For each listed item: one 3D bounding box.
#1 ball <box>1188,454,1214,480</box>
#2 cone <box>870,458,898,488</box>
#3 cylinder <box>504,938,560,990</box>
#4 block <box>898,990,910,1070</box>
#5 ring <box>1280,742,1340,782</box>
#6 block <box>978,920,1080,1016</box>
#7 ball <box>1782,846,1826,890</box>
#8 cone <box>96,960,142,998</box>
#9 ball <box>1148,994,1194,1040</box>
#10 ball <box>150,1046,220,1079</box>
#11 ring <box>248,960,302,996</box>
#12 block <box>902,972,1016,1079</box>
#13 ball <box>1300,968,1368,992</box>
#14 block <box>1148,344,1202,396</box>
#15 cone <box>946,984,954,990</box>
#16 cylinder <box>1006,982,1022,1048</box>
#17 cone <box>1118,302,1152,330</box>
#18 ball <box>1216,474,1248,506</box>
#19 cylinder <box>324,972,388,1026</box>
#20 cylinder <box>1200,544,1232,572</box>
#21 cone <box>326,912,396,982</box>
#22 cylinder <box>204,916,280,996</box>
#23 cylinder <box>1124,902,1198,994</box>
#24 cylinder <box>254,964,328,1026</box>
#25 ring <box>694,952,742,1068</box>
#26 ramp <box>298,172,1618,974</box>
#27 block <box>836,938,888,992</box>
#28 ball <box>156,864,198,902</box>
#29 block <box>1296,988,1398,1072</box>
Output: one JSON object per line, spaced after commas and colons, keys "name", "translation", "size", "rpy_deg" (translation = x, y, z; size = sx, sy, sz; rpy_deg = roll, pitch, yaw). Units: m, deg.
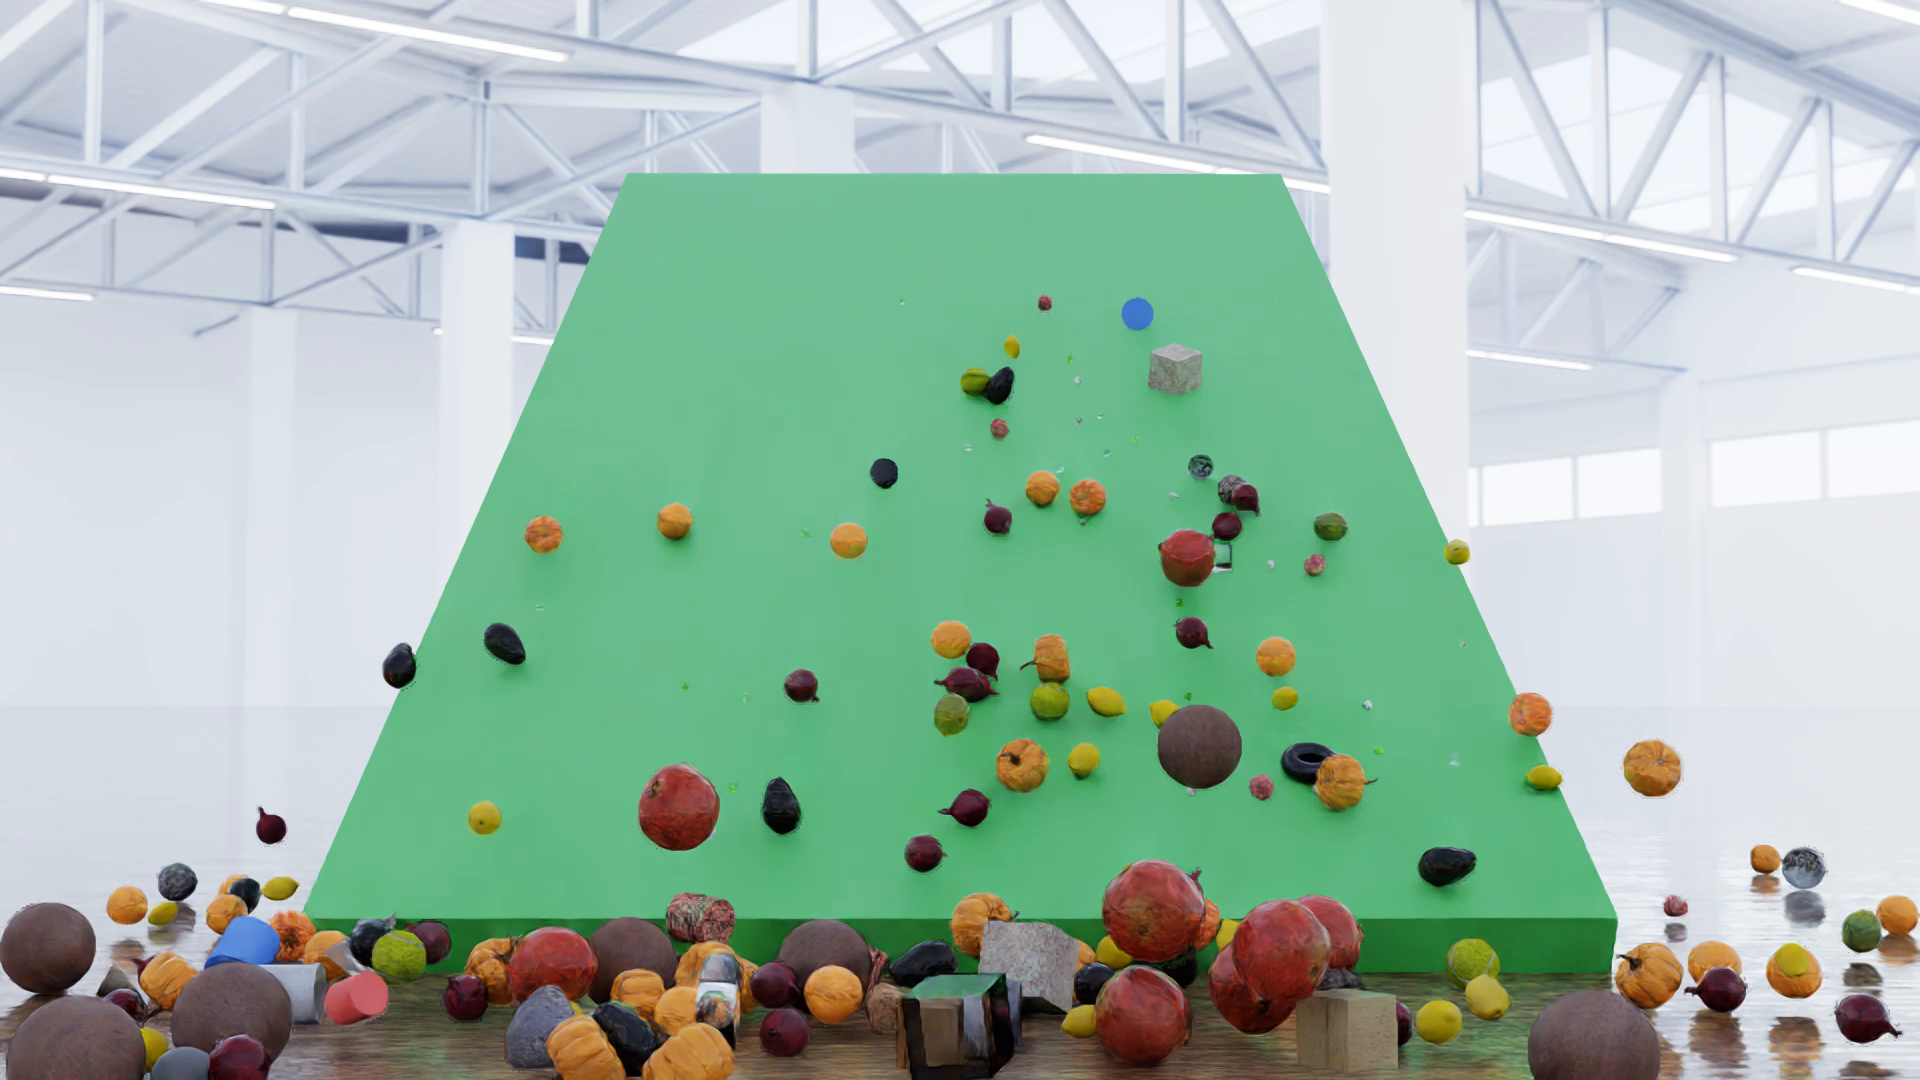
{"name": "ball", "translation": [0.519, -0.157, 5.048], "size": [0.055, 0.055, 0.055], "rpy_deg": [0, -4, 0]}
{"name": "cone", "translation": [-0.175, -0.141, 5.041], "size": [0.065, 0.065, 0.065], "rpy_deg": [2, -5, -25]}
{"name": "cylinder", "translation": [-0.603, 0.600, 3.300], "size": [0.062, 0.062, 0.062], "rpy_deg": [20, -8, -12]}
{"name": "block", "translation": [-0.028, 0.563, 2.697], "size": [0.080, 0.080, 0.080], "rpy_deg": [0, -3, 4]}
{"name": "ring", "translation": [0.589, 0.374, 3.940], "size": [0.101, 0.034, 0.101], "rpy_deg": [1, 26, 0]}
{"name": "block", "translation": [0.090, 0.568, 3.111], "size": [0.098, 0.098, 0.098], "rpy_deg": [-2, -24, 25]}
{"name": "ball", "translation": [1.864, 0.725, 5.178], "size": [0.093, 0.093, 0.093], "rpy_deg": [0, -4, 0]}
{"name": "cone", "translation": [-1.182, 0.632, 3.311], "size": [0.056, 0.056, 0.056], "rpy_deg": [28, -10, -10]}
{"name": "ball", "translation": [0.260, 0.588, 2.894], "size": [0.056, 0.056, 0.056], "rpy_deg": [0, -4, 0]}
{"name": "ball", "translation": [-0.785, 0.547, 2.370], "size": [0.068, 0.068, 0.068], "rpy_deg": [0, -4, 0]}
{"name": "ring", "translation": [-0.994, 0.629, 3.366], "size": [0.124, 0.041, 0.124], "rpy_deg": [-2, -5, 0]}
{"name": "block", "translation": [-0.001, 0.539, 2.595], "size": [0.092, 0.092, 0.092], "rpy_deg": [-6, 4, 18]}
{"name": "ball", "translation": [0.460, 0.571, 2.875], "size": [0.089, 0.089, 0.089], "rpy_deg": [0, -4, 0]}
{"name": "block", "translation": [0.509, -0.402, 5.532], "size": [0.088, 0.088, 0.088], "rpy_deg": [-23, 33, -40]}
{"name": "cone", "translation": [0.002, 0.612, 3.049], "size": [0.051, 0.051, 0.051], "rpy_deg": [-1, 32, 10]}
{"name": "cylinder", "translation": [0.033, 0.573, 2.832], "size": [0.079, 0.079, 0.079], "rpy_deg": [0, -4, 6]}
{"name": "cone", "translation": [0.446, -0.569, 5.949], "size": [0.083, 0.083, 0.083], "rpy_deg": [-1, 14, 8]}
{"name": "ball", "translation": [0.573, -0.105, 4.927], "size": [0.064, 0.064, 0.064], "rpy_deg": [0, -4, 0]}
{"name": "cylinder", "translation": [-0.747, 0.568, 2.899], "size": [0.055, 0.055, 0.055], "rpy_deg": [-25, -19, 36]}
{"name": "cylinder", "translation": [0.508, 0.036, 4.632], "size": [0.055, 0.055, 0.055], "rpy_deg": [-3, -4, -2]}
{"name": "cone", "translation": [-0.820, 0.563, 3.289], "size": [0.099, 0.099, 0.099], "rpy_deg": [34, -8, 6]}
{"name": "cylinder", "translation": [-0.993, 0.576, 3.242], "size": [0.077, 0.077, 0.077], "rpy_deg": [-1, 34, 12]}
{"name": "cylinder", "translation": [0.286, 0.577, 3.317], "size": [0.092, 0.092, 0.092], "rpy_deg": [-9, 27, 5]}
{"name": "cylinder", "translation": [-0.863, 0.586, 3.019], "size": [0.077, 0.077, 0.077], "rpy_deg": [-1, -4, -3]}
{"name": "ring", "translation": [-0.275, 0.534, 2.663], "size": [0.044, 0.131, 0.131], "rpy_deg": [3, -4, 0]}
{"name": "ramp", "translation": [-0.009, -0.229, 5.382], "size": [2.000, 0.100, 4.000], "rpy_deg": [0, 25, 0]}
{"name": "block", "translation": [-0.137, 0.602, 3.304], "size": [0.054, 0.054, 0.054], "rpy_deg": [26, -18, 9]}
{"name": "ball", "translation": [-1.627, 0.711, 4.869], "size": [0.079, 0.079, 0.079], "rpy_deg": [0, -4, 0]}
{"name": "block", "translation": [0.445, 0.563, 2.693], "size": [0.080, 0.080, 0.080], "rpy_deg": [3, -5, -37]}
